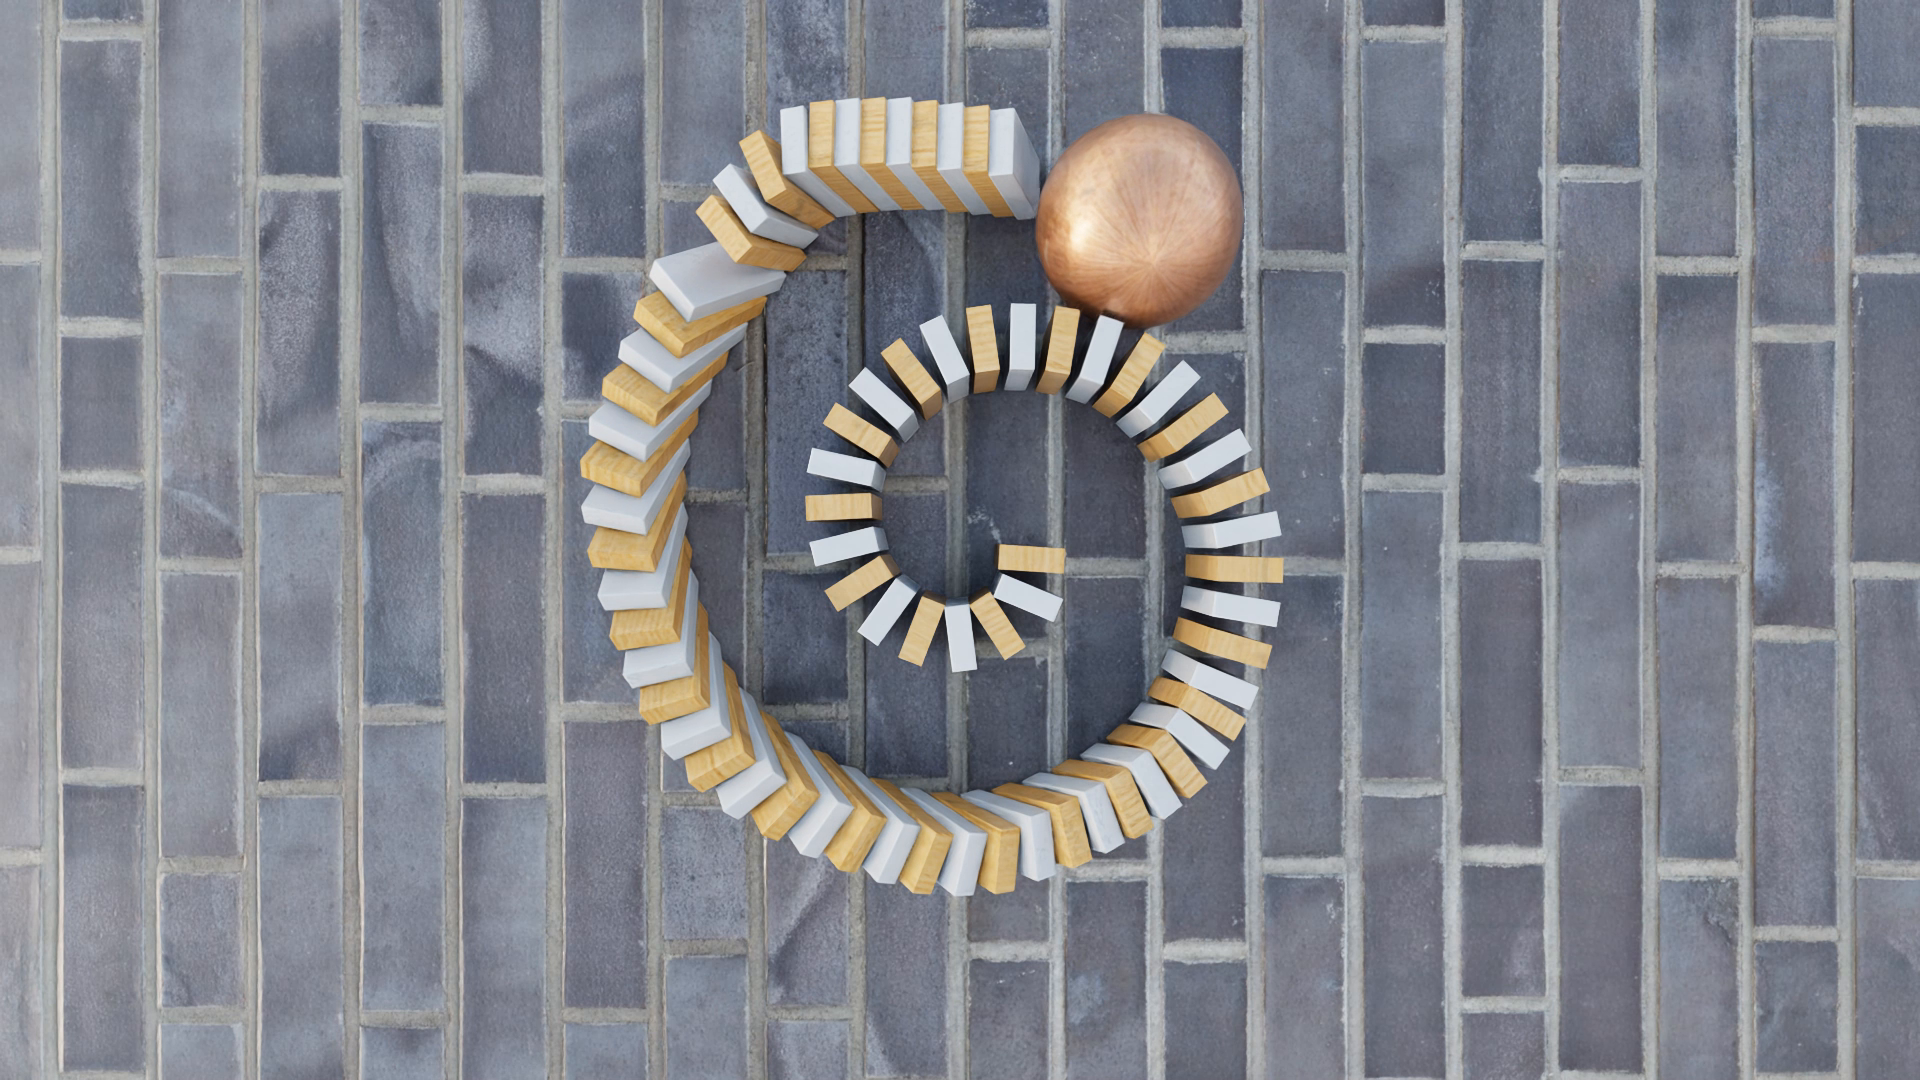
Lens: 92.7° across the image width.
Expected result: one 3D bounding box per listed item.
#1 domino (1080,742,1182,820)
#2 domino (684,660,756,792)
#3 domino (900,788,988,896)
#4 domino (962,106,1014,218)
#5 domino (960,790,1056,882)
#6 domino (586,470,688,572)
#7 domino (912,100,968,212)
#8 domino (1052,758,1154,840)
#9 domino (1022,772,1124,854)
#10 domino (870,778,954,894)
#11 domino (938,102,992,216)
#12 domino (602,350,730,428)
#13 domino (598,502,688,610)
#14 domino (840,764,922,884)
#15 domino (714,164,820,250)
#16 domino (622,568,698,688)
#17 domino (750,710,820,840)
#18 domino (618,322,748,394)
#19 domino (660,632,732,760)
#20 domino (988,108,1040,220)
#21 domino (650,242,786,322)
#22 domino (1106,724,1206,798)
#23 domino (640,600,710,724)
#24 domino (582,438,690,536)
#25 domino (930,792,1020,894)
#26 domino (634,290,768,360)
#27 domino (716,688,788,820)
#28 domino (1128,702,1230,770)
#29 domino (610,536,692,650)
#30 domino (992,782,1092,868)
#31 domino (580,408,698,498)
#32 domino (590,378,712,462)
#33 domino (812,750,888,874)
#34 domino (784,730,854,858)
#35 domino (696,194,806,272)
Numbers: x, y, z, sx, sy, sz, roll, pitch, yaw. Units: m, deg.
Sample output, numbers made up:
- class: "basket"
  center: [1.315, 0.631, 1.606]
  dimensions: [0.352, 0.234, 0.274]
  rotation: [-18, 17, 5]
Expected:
- class: "domino"
  center: [0.069, 0.098, 0.375]
  dimensions: [0.010, 0.050, 0.025]
  rotation: [-31, 90, -18]
- class: "domino"
  center: [-0.102, 0.076, 0.379]
  dimensions: [0.025, 0.010, 0.050]
  rotation: [-29, 45, 0]
- class: "domino"
  center: [-0.010, 0.123, 0.377]
  dimensions: [0.009, 0.050, 0.025]
  rotation: [13, 90, -37]
- class: "domino"
  center: [0.013, -0.153, 0.375]
  dimensions: [0.009, 0.050, 0.025]
  rotation: [1, 90, 16]
- class: "domino"
  center: [0.019, 0.120, 0.376]
  dimensions: [0.010, 0.050, 0.025]
  rotation: [-6, 90, -33]
- class: "domino"
  center: [-0.133, -0.010, 0.379]
  dimensions: [0.025, 0.010, 0.050]
  rotation: [4, 47, 0]
- class: "domino"
  center: [-0.007, -0.155, 0.375]
  dimensions: [0.009, 0.050, 0.025]
  rotation: [1, 90, 16]
- class: "domino"
  center: [0.057, 0.105, 0.375]
  dimensions: [0.010, 0.050, 0.025]
  rotation: [-24, 90, -22]
- class: "domino"
  center: [0.045, 0.111, 0.376]
  dimensions: [0.009, 0.050, 0.025]
  rotation: [-20, 90, -26]
- class: "domino"
  center: [-0.025, 0.121, 0.378]
  dimensions: [0.009, 0.050, 0.025]
  rotation: [22, 90, -39]
- class: "domino"
  center: [0.003, -0.154, 0.375]
  dimensions: [0.010, 0.050, 0.025]
  rotation: [1, 90, 16]
- class: "domino"
  center: [-0.121, -0.070, 0.380]
  dimensions: [0.025, 0.010, 0.050]
  rotation: [32, 47, 0]
- class: "domino"
  center: [-0.130, 0.006, 0.380]
  dimensions: [0.025, 0.009, 0.050]
  rotation: [-3, 48, 0]
- class: "domino"
  center: [-0.039, 0.116, 0.378]
  dimensions: [0.009, 0.050, 0.025]
  rotation: [25, 90, -41]
- class: "domino"
  center: [-0.078, -0.135, 0.375]
  dimensions: [0.010, 0.050, 0.025]
  rotation: [-36, 90, 18]
- class: "domino"
  center: [-0.123, 0.036, 0.379]
  dimensions: [0.025, 0.010, 0.050]
  rotation: [-12, 47, 0]
- class: "domino"
  center: [-0.079, 0.096, 0.379]
  dimensions: [0.025, 0.050, 0.009]
  rotation: [-47, 135, 0]
- class: "domino"
  center: [-0.114, -0.083, 0.380]
  dimensions: [0.025, 0.010, 0.050]
  rotation: [36, 47, 0]
- class: "domino"
  center: [-0.111, 0.063, 0.379]
  dimensions: [0.025, 0.010, 0.050]
  rotation: [-23, 46, 0]
- class: "domino"
  center: [0.023, -0.152, 0.375]
  dimensions: [0.010, 0.050, 0.025]
  rotation: [1, 90, 16]
- class: "domino"
  center: [-0.099, -0.109, 0.379]
  dimensions: [0.025, 0.009, 0.050]
  rotation: [50, 48, 4]
- class: "domino"
  center: [0.079, 0.089, 0.375]
  dimensions: [0.009, 0.050, 0.025]
  rotation: [-38, 90, -13]
- class: "domino"
  center: [-0.118, 0.050, 0.379]
  dimensions: [0.025, 0.009, 0.050]
  rotation: [-17, 46, 0]
- class: "domino"
  center: [-0.133, -0.025, 0.379]
  dimensions: [0.025, 0.010, 0.050]
  rotation: [12, 47, 0]
- class: "domino"
  center: [0.004, 0.123, 0.377]
  dimensions: [0.010, 0.050, 0.025]
  rotation: [6, 90, -35]
- class: "domino"
  center: [-0.107, -0.096, 0.379]
  dimensions: [0.025, 0.010, 0.050]
  rotation: [43, 48, 1]
- class: "domino"
  center: [-0.091, 0.087, 0.379]
  dimensions: [0.025, 0.050, 0.009]
  rotation: [-38, 135, 0]
- class: "domino"
  center: [0.088, 0.079, 0.375]
  dimensions: [0.025, 0.050, 0.010]
  rotation: [40, 81, 0]
- class: "domino"
  center: [-0.127, 0.021, 0.380]
  dimensions: [0.025, 0.010, 0.050]
  rotation: [-8, 47, 0]
- class: "domino"
  center: [0.033, 0.116, 0.376]
  dimensions: [0.010, 0.050, 0.025]
  rotation: [-13, 90, -30]
- class: "domino"
  center: [-0.132, -0.041, 0.379]
  dimensions: [0.025, 0.010, 0.050]
  rotation: [21, 47, 1]
- class: "domino"
  center: [-0.127, -0.056, 0.379]
  dimensions: [0.025, 0.009, 0.050]
  rotation: [27, 47, 0]
- class: "domino"
  center: [-0.053, 0.111, 0.378]
  dimensions: [0.010, 0.050, 0.025]
  rotation: [31, 90, -43]
- class: "domino"
  center: [-0.066, 0.104, 0.379]
  dimensions: [0.025, 0.050, 0.009]
  rotation: [-54, 134, 0]
- class: "domino"
  center: [-0.084, -0.124, 0.375]
  dimensions: [0.010, 0.050, 0.025]
  rotation: [-38, 90, 20]
